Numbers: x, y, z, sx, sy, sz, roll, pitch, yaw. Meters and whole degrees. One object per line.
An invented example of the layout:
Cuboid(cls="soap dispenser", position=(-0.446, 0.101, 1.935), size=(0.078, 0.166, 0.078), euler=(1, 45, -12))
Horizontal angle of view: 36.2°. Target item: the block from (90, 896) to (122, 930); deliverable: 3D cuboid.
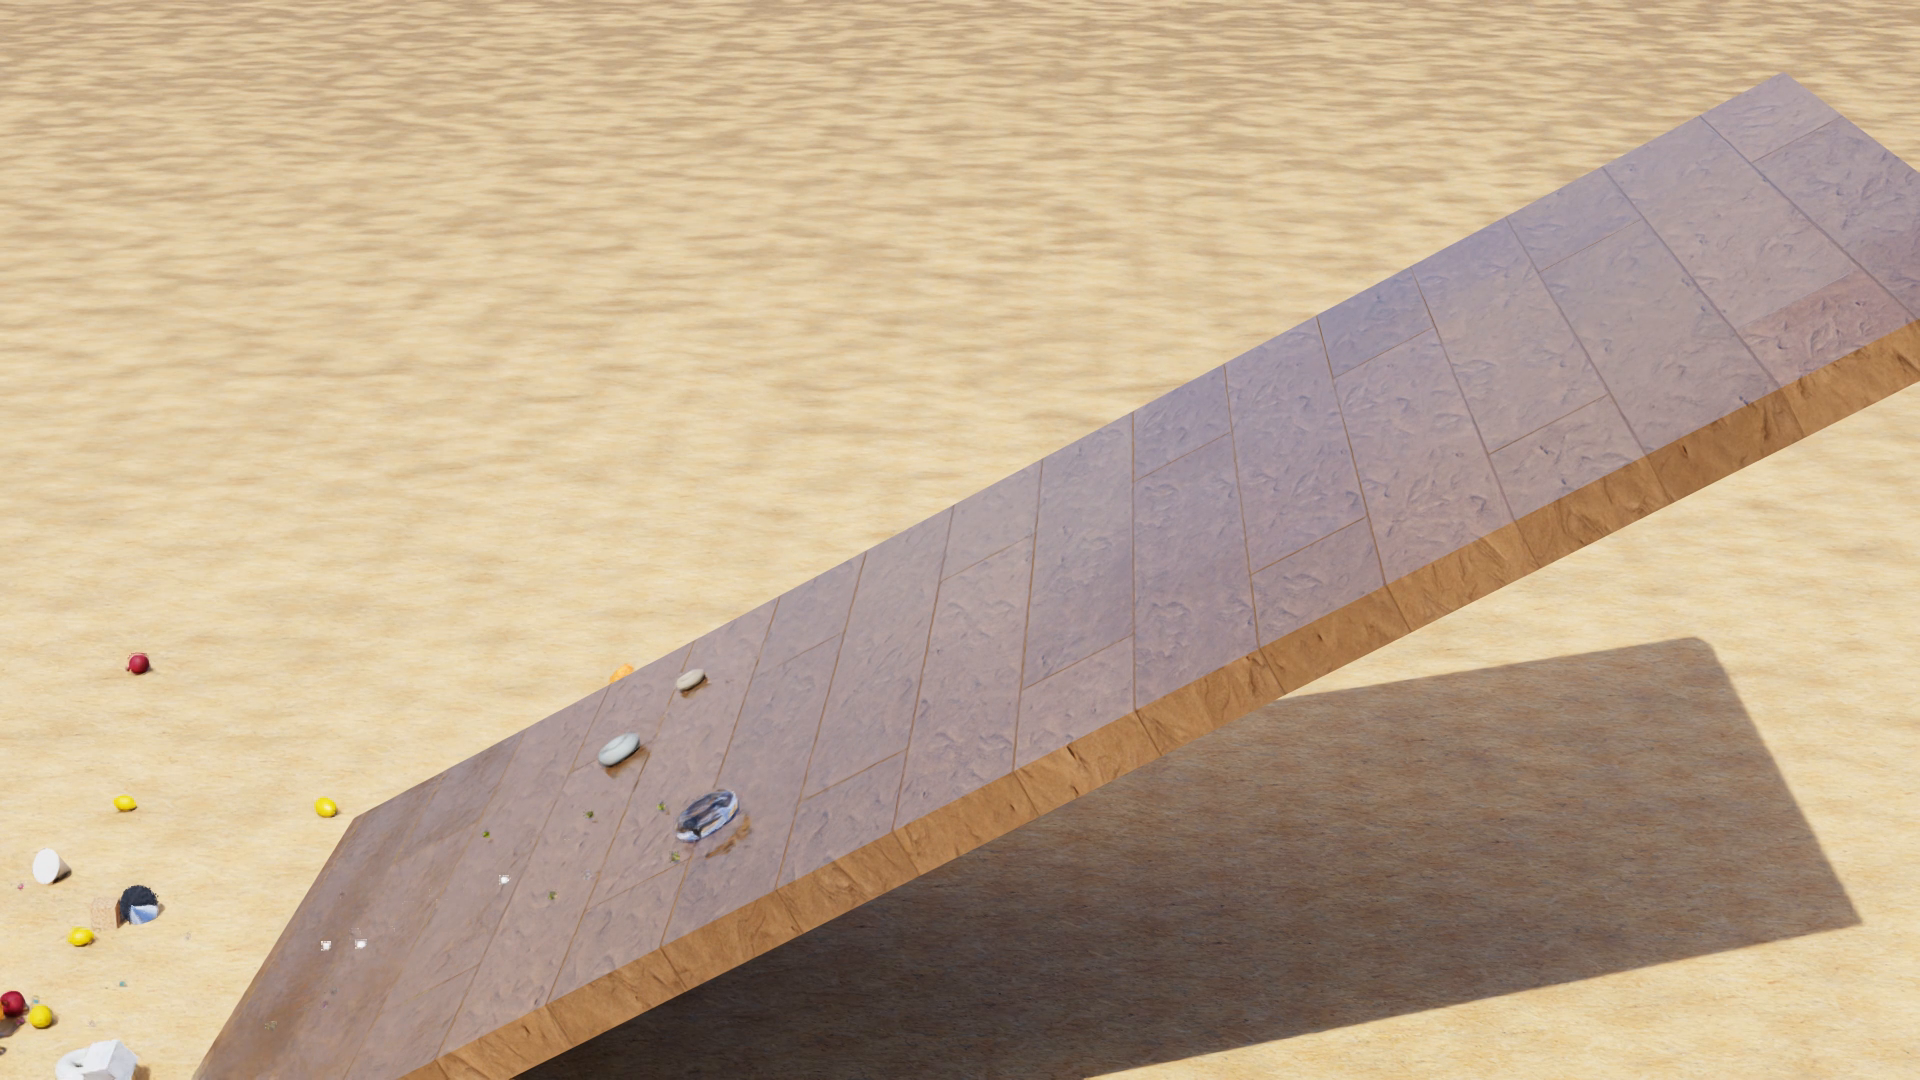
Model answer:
Cuboid(cls="block", position=(-2.091, 0.914, 7.198), size=(0.061, 0.061, 0.061), euler=(-2, 18, -5))

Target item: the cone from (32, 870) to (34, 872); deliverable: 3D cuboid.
Cuboid(cls="cone", position=(-2.321, 0.829, 7.510), size=(0.067, 0.067, 0.067), euler=(26, 17, -6))

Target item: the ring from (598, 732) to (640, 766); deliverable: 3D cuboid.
Cuboid(cls="ring", position=(-0.787, 0.483, 6.785), size=(0.109, 0.036, 0.109), euler=(-30, 14, 8))

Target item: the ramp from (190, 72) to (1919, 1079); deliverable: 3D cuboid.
Cuboid(cls="ramp", position=(0.142, 0.167, 6.283), size=(4.000, 0.100, 2.000), euler=(-27, 14, 11))

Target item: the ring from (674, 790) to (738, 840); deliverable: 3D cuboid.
Cuboid(cls="ring", position=(-0.515, 0.558, 5.963), size=(0.143, 0.048, 0.143), euler=(-29, 13, 7))

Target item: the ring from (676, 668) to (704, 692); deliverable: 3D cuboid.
Cuboid(cls="ring", position=(-0.644, 0.335, 7.029), size=(0.075, 0.025, 0.075), euler=(-28, 16, 9))

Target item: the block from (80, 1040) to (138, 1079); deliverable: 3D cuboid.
Cuboid(cls="block", position=(-1.850, 1.143, 6.399), size=(0.075, 0.075, 0.075), euler=(-13, 44, 26))

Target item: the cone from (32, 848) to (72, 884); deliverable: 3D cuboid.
Cuboid(cls="cone", position=(-2.291, 0.834, 7.479), size=(0.090, 0.090, 0.090), euler=(11, -6, 30))

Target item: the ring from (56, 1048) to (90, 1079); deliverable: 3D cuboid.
Cuboid(cls="ring", position=(-1.923, 1.161, 6.471), size=(0.131, 0.044, 0.131), euler=(0, 20, 0))

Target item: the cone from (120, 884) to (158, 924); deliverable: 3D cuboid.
Cuboid(cls="cone", position=(-2.045, 0.906, 7.255), size=(0.097, 0.097, 0.097), euler=(-15, -5, -39))
